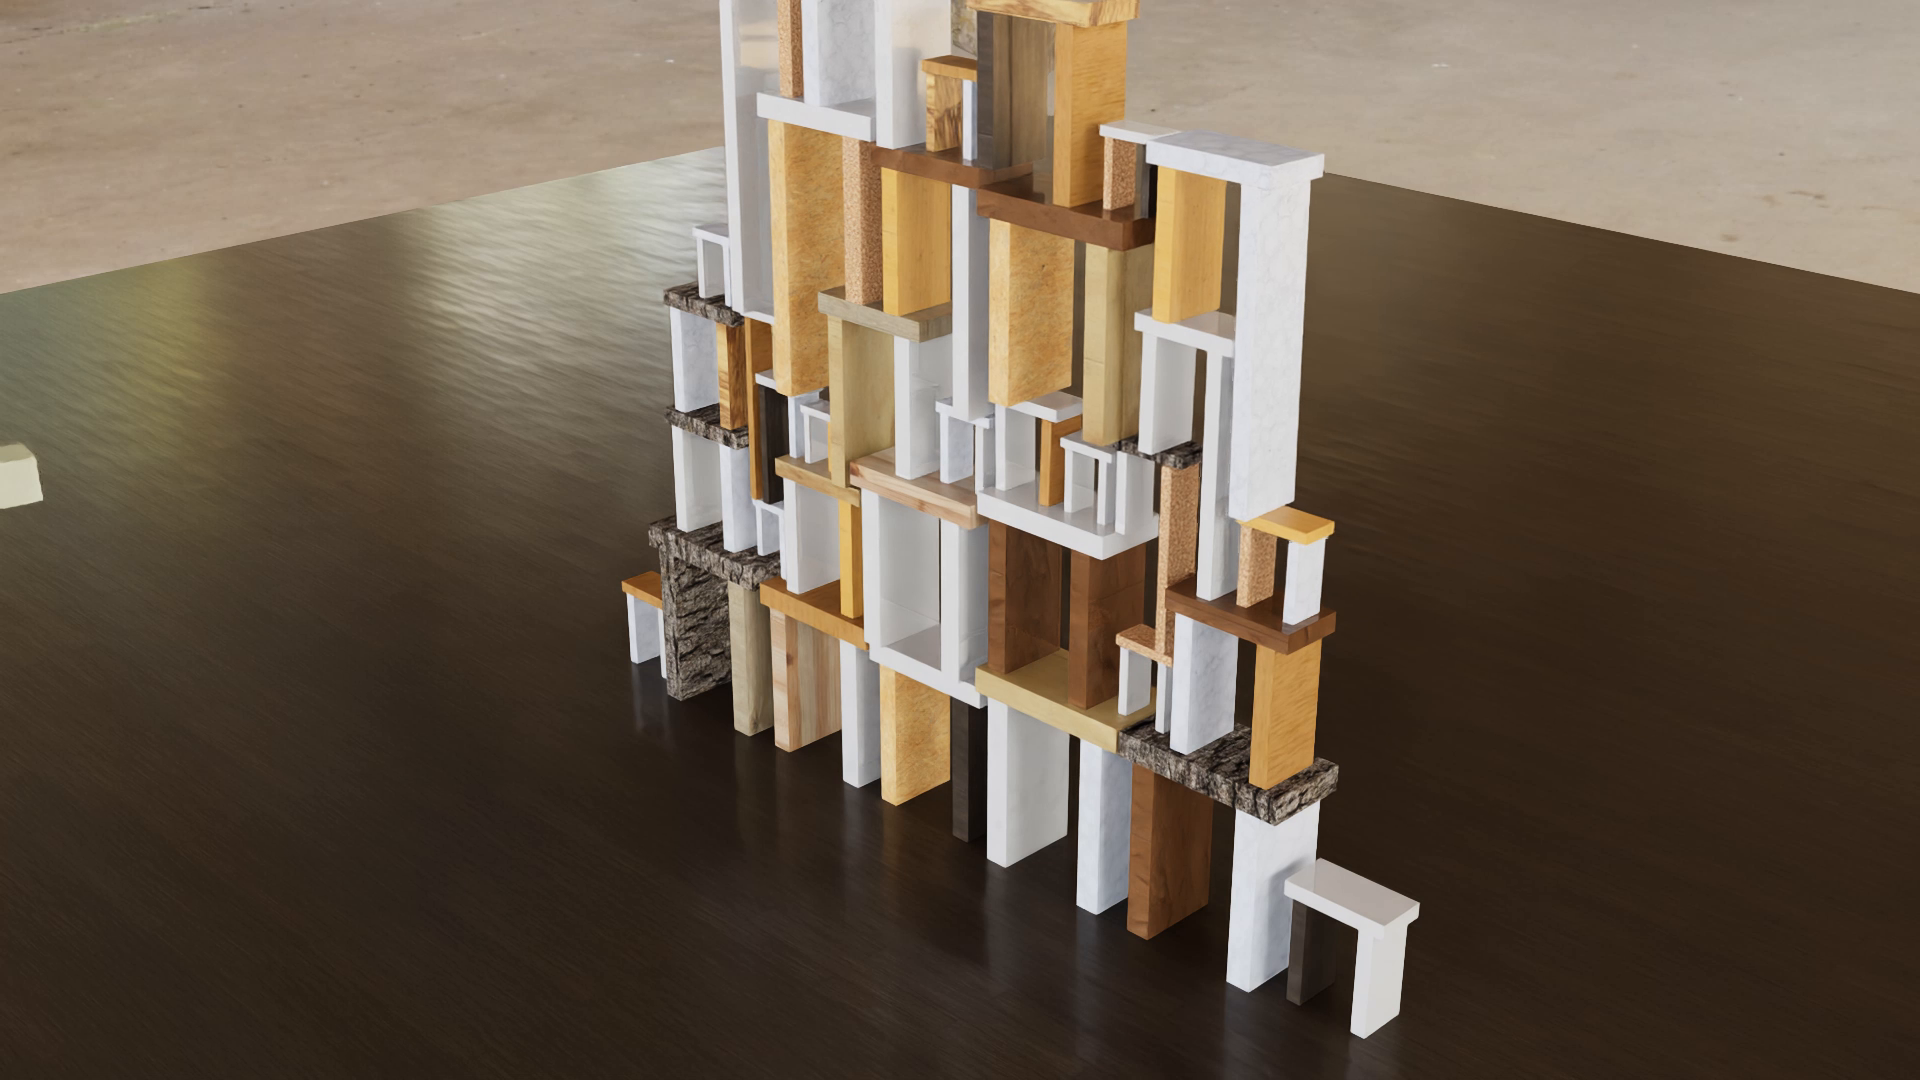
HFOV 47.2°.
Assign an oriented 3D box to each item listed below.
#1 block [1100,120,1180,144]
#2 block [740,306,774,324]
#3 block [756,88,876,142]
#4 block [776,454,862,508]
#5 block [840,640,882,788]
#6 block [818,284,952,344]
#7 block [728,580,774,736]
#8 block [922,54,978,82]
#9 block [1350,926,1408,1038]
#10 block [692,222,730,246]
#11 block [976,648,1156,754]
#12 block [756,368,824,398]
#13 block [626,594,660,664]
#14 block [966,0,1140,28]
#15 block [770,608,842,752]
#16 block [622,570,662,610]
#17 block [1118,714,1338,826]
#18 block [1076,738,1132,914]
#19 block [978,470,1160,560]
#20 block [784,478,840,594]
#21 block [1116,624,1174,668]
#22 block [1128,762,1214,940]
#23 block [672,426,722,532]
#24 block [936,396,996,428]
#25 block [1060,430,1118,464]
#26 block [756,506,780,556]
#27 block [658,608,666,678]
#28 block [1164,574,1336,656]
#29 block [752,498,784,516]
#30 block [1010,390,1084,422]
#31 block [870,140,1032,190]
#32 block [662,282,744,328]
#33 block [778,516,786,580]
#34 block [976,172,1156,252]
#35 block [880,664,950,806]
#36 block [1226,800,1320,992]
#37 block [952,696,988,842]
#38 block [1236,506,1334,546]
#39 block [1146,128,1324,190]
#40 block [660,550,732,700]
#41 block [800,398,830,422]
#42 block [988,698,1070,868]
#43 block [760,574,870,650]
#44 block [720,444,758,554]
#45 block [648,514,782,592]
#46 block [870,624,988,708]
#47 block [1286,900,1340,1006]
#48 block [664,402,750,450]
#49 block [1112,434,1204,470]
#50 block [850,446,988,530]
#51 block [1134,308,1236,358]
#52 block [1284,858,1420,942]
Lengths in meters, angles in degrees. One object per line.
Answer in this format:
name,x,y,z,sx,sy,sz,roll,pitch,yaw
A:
block,0.296,-0.670,3.618,0.121,0.017,0.061,21,31,40
block,-0.382,-0.457,4.442,0.118,0.017,0.059,20,30,39
block,-0.219,-0.807,4.128,0.314,0.044,0.157,21,31,40
block,-0.243,-0.133,4.435,0.250,0.035,0.125,21,31,40
block,-0.169,0.335,4.555,0.046,0.326,0.163,21,31,41
block,-0.124,-0.437,4.169,0.278,0.039,0.139,21,31,41
block,-0.411,0.231,4.764,0.050,0.354,0.177,21,31,41
block,0.005,-0.828,3.860,0.069,0.020,0.139,-21,31,-40
block,0.716,0.739,3.756,0.029,0.205,0.103,21,31,41
block,-0.481,-0.623,4.484,0.063,0.018,0.127,-21,31,-40
block,0.217,0.288,4.112,0.354,0.050,0.177,21,31,41
block,-0.347,-0.321,4.469,0.067,0.019,0.133,-21,31,-40
block,-0.724,0.192,5.088,0.024,0.172,0.086,21,31,41
block,0.154,-0.900,3.673,0.268,0.038,0.134,21,31,40
block,-0.323,0.275,4.697,0.046,0.326,0.163,21,31,41
block,-0.683,0.118,5.013,0.172,0.024,0.086,21,31,41
block,0.471,0.389,3.881,0.351,0.050,0.175,21,31,41
block,0.300,0.507,4.114,0.050,0.354,0.177,21,31,41
block,0.195,-0.048,3.999,0.153,0.043,0.307,-21,31,-41
block,-0.302,-0.024,4.545,0.035,0.250,0.125,21,31,41
block,0.349,0.187,3.922,0.066,0.019,0.132,-20,30,-39
block,0.388,0.541,4.036,0.050,0.351,0.175,21,31,41
block,-0.561,-0.147,4.768,0.034,0.239,0.120,21,31,41
block,0.028,-0.241,4.091,0.138,0.020,0.069,21,31,40
block,0.243,-0.166,3.890,0.060,0.017,0.121,-21,31,-40
block,-0.403,-0.027,4.648,0.055,0.111,0.016,-21,31,-40
block,-0.643,0.224,5.014,0.024,0.172,0.086,21,31,41
block,0.491,0.119,3.735,0.263,0.037,0.131,21,31,41
block,-0.377,-0.075,4.599,0.055,0.016,0.111,-21,30,-40
block,0.141,-0.252,3.973,0.164,0.023,0.082,21,31,41
block,-0.016,-0.681,3.943,0.274,0.039,0.137,21,31,40
block,-0.501,-0.493,4.567,0.227,0.032,0.113,21,31,41
block,-0.351,0.008,4.606,0.016,0.143,0.055,21,31,41
block,0.207,-0.564,3.763,0.335,0.047,0.167,21,31,40
block,-0.091,0.373,4.487,0.044,0.308,0.154,21,31,41
block,0.554,0.606,3.884,0.050,0.351,0.176,21,31,41
block,0.055,0.430,4.354,0.044,0.308,0.154,21,31,40
block,0.537,-0.030,3.634,0.073,0.021,0.146,-21,30,-40
block,0.436,-0.607,3.497,0.129,0.036,0.257,-20,30,-39
block,-0.578,0.166,4.918,0.050,0.354,0.177,21,31,41
block,-0.264,-0.258,4.396,0.105,0.015,0.053,21,31,40
block,0.133,0.442,4.267,0.050,0.354,0.177,21,31,41
block,-0.246,0.133,4.553,0.326,0.046,0.163,21,31,41
block,-0.448,-0.103,4.664,0.034,0.239,0.120,21,31,41
block,-0.494,0.012,4.762,0.354,0.050,0.177,21,31,41
block,-0.018,0.240,4.352,0.308,0.044,0.154,21,31,40
block,0.619,0.701,3.845,0.029,0.205,0.103,21,31,41
block,-0.504,-0.251,4.662,0.239,0.034,0.120,21,31,41
block,0.346,-0.159,3.790,0.151,0.021,0.076,20,30,39
block,-0.039,-0.108,4.215,0.164,0.047,0.329,-21,31,-41
block,0.402,-0.350,3.638,0.105,0.030,0.210,-21,31,-40
block,0.668,0.612,3.755,0.205,0.029,0.103,21,31,41
